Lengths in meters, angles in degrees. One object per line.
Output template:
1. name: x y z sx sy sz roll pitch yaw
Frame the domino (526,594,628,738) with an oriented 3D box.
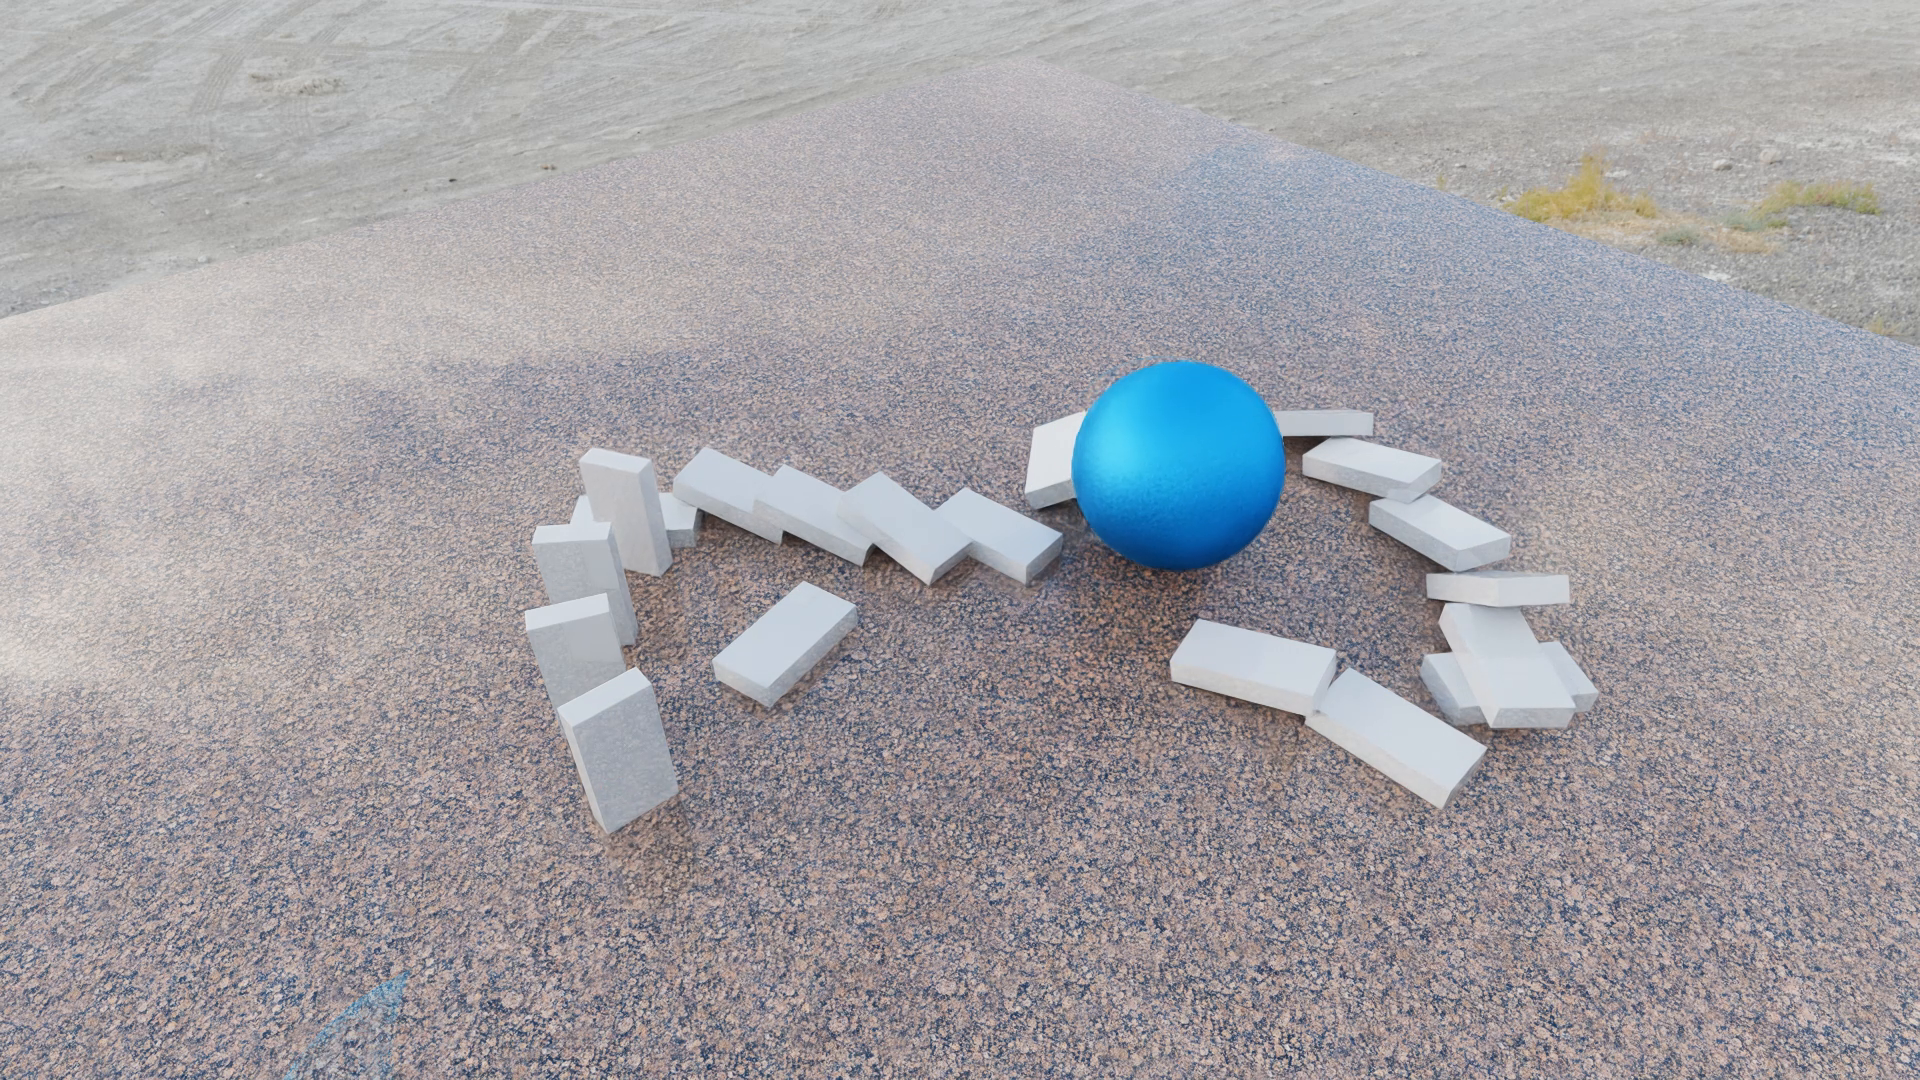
1. domino: -0.123 0.042 0.361 0.025 0.050 0.009 -13 41 -15

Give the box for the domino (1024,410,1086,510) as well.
1. domino: 0.044 -0.035 0.478 0.025 0.010 0.050 -17 34 22

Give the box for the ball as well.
1. ball: 0.083 -0.028 0.422 0.080 0.080 0.080 0 39 0

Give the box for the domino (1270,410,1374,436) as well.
1. domino: 0.158 -0.053 0.500 0.050 0.009 0.025 -1 10 -1

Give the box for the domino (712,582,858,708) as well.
1. domino: -0.063 0.037 0.399 0.025 0.010 0.050 23 44 25

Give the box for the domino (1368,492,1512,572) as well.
1. domino: 0.191 -0.004 0.440 0.025 0.010 0.050 -14 28 -16

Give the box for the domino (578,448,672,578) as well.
1. domino: -0.128 -0.010 0.424 0.025 0.050 0.009 12 40 14

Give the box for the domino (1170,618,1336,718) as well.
1. domino: 0.102 0.044 0.382 0.050 0.010 0.025 12 39 32

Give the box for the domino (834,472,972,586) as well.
1. domino: -0.023 -0.005 0.439 0.050 0.010 0.025 37 46 18

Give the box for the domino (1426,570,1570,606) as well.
1. domino: 0.194 0.017 0.399 0.025 0.010 0.050 -3 1 -4

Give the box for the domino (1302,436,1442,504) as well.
1. domino: 0.176 -0.031 0.473 0.025 0.009 0.050 -29 34 -31

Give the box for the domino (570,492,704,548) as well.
1. domino: -0.133 -0.008 0.453 0.050 0.010 0.025 -2 39 -2

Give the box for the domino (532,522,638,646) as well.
1. domino: -0.132 0.017 0.391 0.025 0.050 0.010 -4 39 -4

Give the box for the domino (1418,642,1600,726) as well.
1. domino: 0.190 0.050 0.383 0.050 0.010 0.025 -5 40 -6

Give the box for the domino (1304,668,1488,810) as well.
1. domino: 0.144 0.065 0.364 0.025 0.010 0.050 -31 49 -33

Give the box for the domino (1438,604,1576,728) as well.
1. domino: 0.186 0.042 0.377 0.025 0.009 0.050 0 39 0

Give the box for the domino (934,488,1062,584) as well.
1. domino: 0.014 -0.002 0.446 0.050 0.010 0.025 27 46 29

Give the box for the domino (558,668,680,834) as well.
1. domino: -0.102 0.064 0.333 0.025 0.050 0.009 -29 47 -31

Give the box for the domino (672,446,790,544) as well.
1. domino: -0.090 -0.019 0.457 0.050 0.010 0.025 24 43 6

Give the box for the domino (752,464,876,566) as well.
1. domino: -0.056 -0.010 0.446 0.050 0.010 0.025 25 43 6
